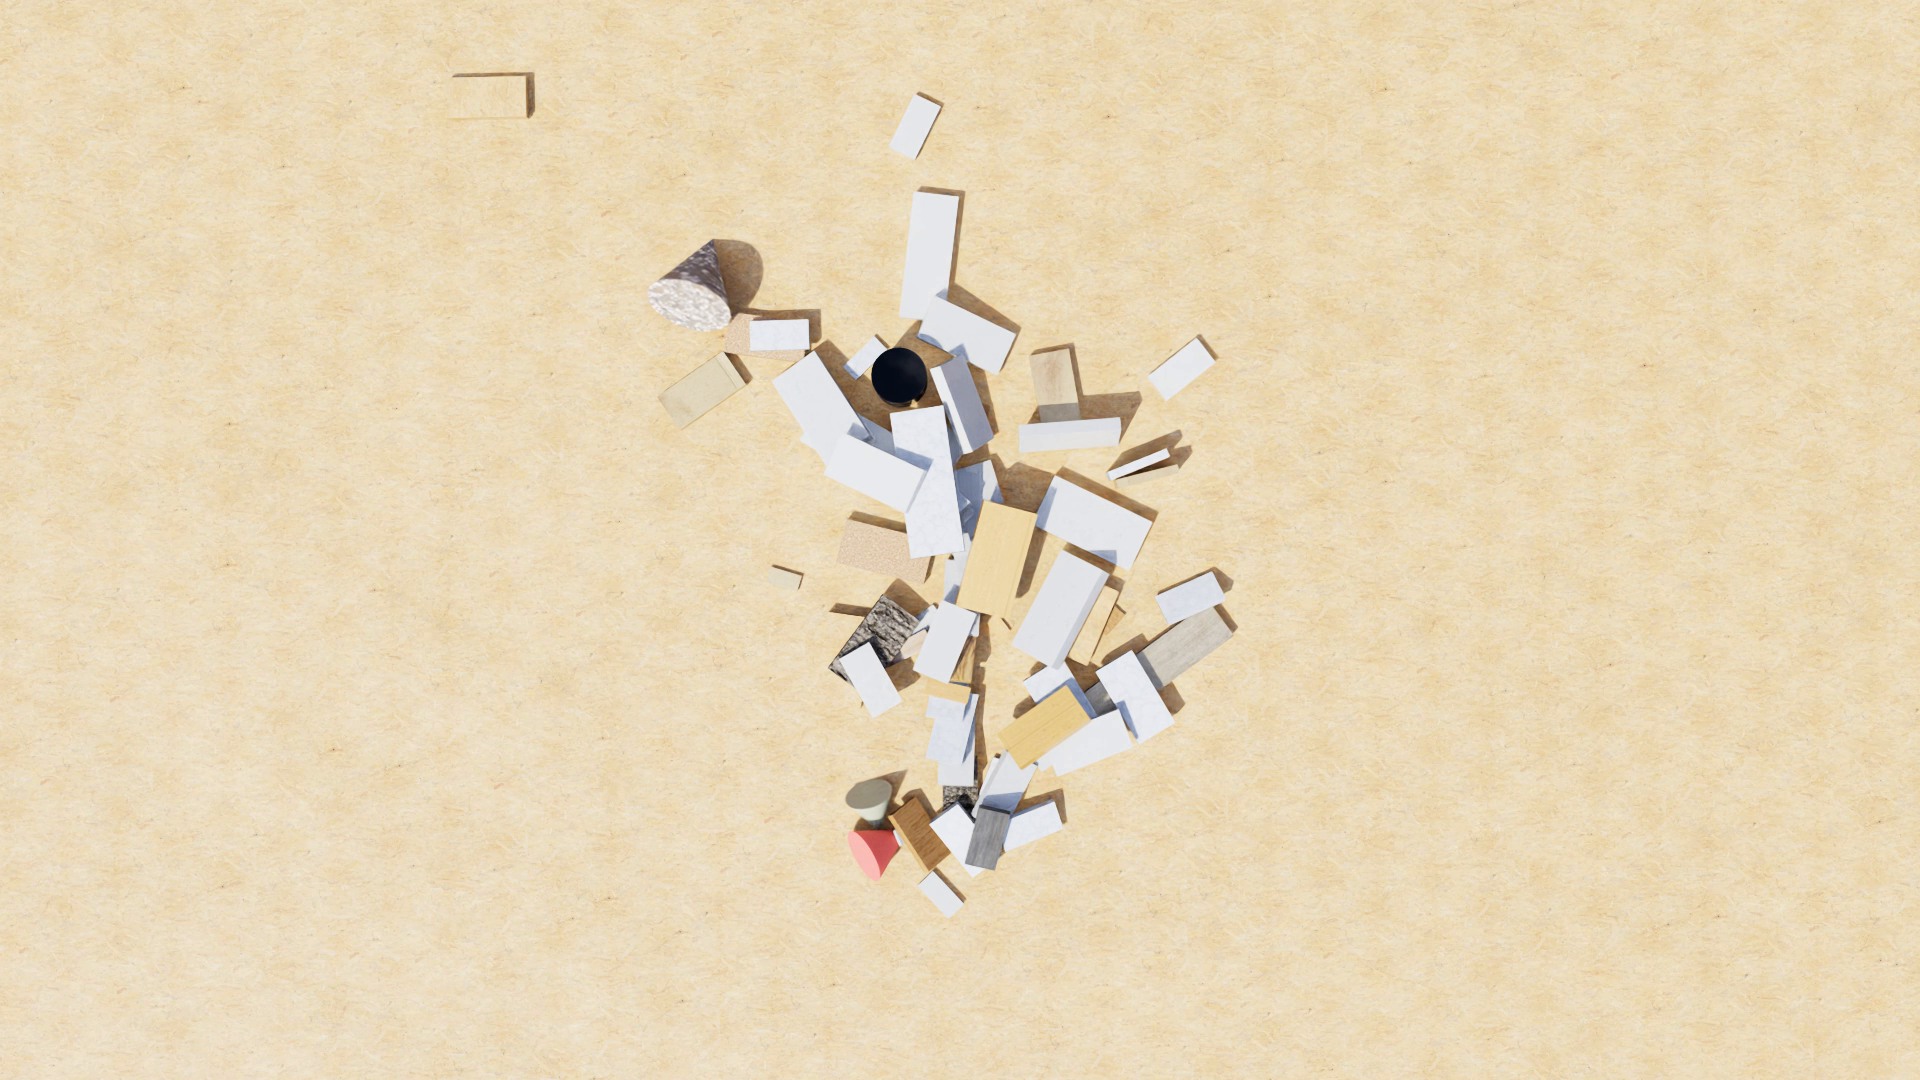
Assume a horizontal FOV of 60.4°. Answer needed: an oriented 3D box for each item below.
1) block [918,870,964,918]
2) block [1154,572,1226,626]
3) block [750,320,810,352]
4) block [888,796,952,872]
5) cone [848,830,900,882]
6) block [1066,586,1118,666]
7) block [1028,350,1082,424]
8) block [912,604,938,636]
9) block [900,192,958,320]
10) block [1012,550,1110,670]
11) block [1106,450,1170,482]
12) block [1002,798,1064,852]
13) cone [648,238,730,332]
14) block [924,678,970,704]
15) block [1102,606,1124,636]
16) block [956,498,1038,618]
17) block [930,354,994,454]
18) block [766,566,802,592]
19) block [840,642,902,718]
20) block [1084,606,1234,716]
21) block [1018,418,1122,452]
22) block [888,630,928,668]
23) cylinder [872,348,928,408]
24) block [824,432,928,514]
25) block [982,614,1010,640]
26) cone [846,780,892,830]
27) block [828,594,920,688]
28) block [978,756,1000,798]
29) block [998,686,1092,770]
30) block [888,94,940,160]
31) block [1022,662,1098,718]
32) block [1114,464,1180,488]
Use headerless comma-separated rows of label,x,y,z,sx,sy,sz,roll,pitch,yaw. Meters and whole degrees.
block,-0.064,1.180,5.490,0.071,0.020,0.150,-43,90,0
block,0.763,0.194,5.463,0.207,0.029,0.104,-24,62,0
block,-0.595,-0.676,5.449,0.194,0.027,0.097,-2,90,0
block,-0.132,0.973,5.451,0.112,0.032,0.223,-34,93,-35
cone,-0.242,1.001,5.459,0.185,0.185,0.185,-27,90,-27
block,0.412,0.267,5.468,0.133,0.038,0.266,23,91,0
block,0.318,-0.491,5.481,0.133,0.038,0.266,-10,90,0
block,-0.120,0.271,5.492,0.115,0.016,0.058,-35,90,0
block,-0.103,-0.938,5.479,0.150,0.042,0.417,7,90,0
block,0.329,0.229,5.426,0.179,0.051,0.357,28,90,37
block,0.586,-0.248,5.448,0.206,0.103,0.029,-22,90,0
block,0.228,0.944,5.460,0.207,0.029,0.104,-20,106,-7
cone,-0.853,-0.884,5.438,0.278,0.278,0.278,14,63,0
block,-0.041,0.496,5.412,0.146,0.015,0.054,14,72,2
block,0.502,0.269,5.493,0.046,0.013,0.093,42,90,0
block,0.117,0.062,5.364,0.179,0.051,0.357,14,98,-5
block,0.009,-0.444,5.397,0.042,0.148,0.296,-13,103,36
block,-0.586,0.130,5.492,0.108,0.015,0.054,17,90,0
block,-0.292,0.458,5.400,0.112,0.032,0.223,-30,94,-5
block,0.611,0.447,5.480,0.633,0.039,0.139,-36,90,0
block,0.358,-0.344,5.423,0.330,0.148,0.042,-4,73,0
block,-0.177,0.360,5.480,0.172,0.016,0.058,-28,90,8
cylinder,-0.197,-0.531,5.410,0.180,0.180,0.180,0,90,0
block,-0.273,-0.216,5.311,0.300,0.042,0.150,25,95,12
block,0.121,0.279,5.493,0.046,0.013,0.093,-36,90,0
cone,-0.284,0.906,5.464,0.160,0.160,0.160,-14,117,0
block,-0.284,0.345,5.437,0.152,0.043,0.303,37,87,-6
block,0.118,0.801,5.490,0.071,0.020,0.142,22,90,0
block,0.274,0.611,5.371,0.278,0.039,0.139,-35,65,0
block,-0.150,-1.372,5.486,0.097,0.027,0.194,26,90,0
block,0.350,0.556,5.439,0.152,0.043,0.303,-32,90,0
block,0.615,-0.208,5.448,0.206,0.103,0.029,-14,90,0
